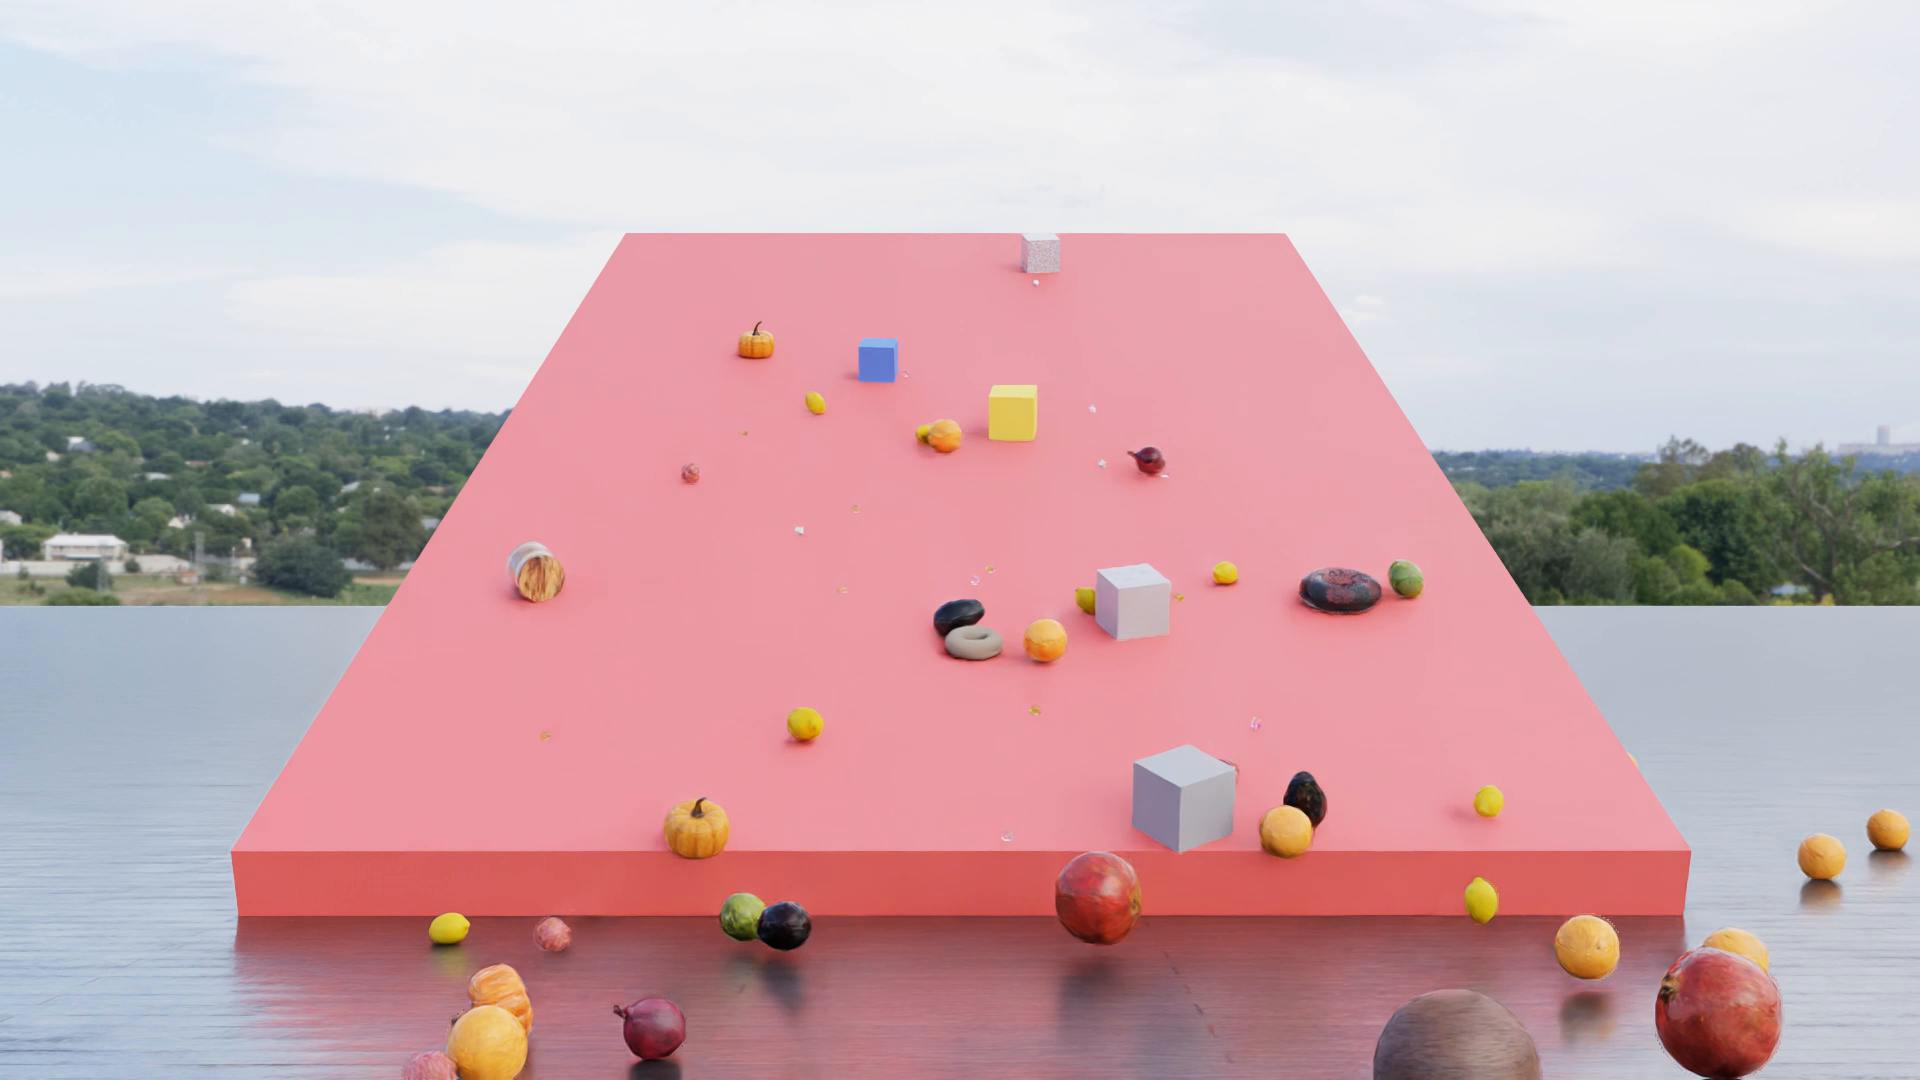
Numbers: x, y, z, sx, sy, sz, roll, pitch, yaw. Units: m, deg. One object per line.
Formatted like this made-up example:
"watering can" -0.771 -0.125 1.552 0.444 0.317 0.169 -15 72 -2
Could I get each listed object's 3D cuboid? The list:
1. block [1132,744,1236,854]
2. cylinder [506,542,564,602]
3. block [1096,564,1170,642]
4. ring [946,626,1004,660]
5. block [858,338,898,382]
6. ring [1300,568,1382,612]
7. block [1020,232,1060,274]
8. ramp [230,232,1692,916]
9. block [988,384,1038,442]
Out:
"block" 0.310 0.358 3.143 0.100 0.100 0.100 -13 24 -33
"cylinder" -0.750 0.055 4.002 0.083 0.083 0.083 1 18 -26
"block" 0.293 0.106 3.849 0.095 0.095 0.095 -7 21 -18
"ring" 0.023 0.170 3.762 0.097 0.032 0.097 1 20 0
"block" -0.192 -0.424 5.331 0.084 0.084 0.084 2 20 4
"ring" 0.667 0.088 3.970 0.143 0.048 0.143 1 19 0
"block" 0.227 -0.811 6.396 0.093 0.093 0.093 -3 20 -9
"ramp" -0.005 -0.205 4.998 2.000 0.100 4.000 0 20 0
"block" 0.115 -0.276 4.904 0.097 0.097 0.097 2 20 6
